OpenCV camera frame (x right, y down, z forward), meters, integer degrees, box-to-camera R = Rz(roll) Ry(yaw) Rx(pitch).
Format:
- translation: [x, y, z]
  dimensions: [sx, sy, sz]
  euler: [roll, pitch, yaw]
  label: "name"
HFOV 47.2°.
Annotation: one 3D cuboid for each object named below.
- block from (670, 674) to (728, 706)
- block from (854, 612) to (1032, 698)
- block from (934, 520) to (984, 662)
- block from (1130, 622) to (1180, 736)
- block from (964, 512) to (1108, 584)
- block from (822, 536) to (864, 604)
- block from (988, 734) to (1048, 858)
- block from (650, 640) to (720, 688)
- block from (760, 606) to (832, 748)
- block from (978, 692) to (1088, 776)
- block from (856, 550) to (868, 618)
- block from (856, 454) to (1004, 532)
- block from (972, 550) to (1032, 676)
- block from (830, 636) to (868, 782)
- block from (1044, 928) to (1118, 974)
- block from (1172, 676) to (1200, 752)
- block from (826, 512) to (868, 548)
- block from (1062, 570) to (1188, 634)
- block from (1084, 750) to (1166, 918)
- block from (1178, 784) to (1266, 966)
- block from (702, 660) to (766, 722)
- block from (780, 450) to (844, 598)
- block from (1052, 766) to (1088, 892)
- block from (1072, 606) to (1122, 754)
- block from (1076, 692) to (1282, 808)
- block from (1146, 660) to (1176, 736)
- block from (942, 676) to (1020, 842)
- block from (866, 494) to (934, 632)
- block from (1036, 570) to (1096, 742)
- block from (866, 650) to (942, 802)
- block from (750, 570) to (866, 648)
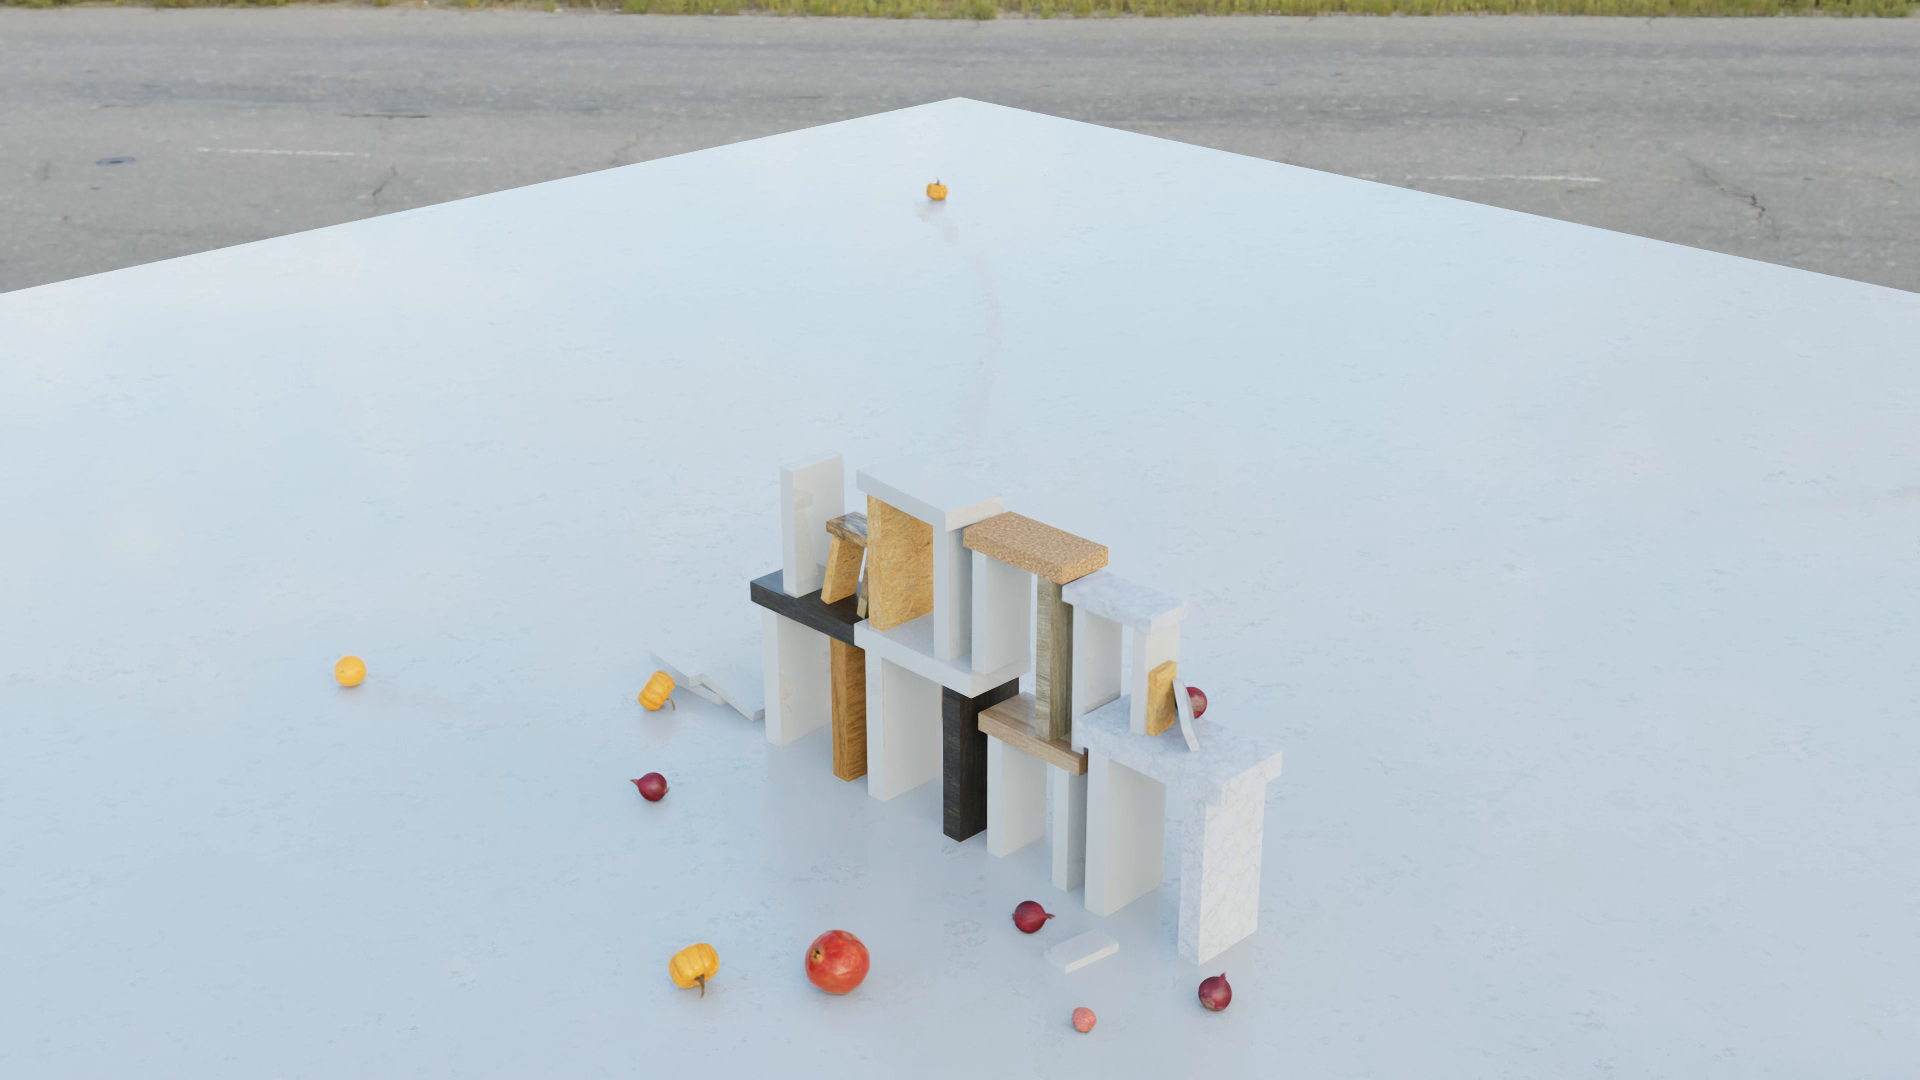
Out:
- translation: [-0.566, 0.321, 4.972]
  dimensions: [0.176, 0.025, 0.088]
  euler: [21, 31, 40]
  label: "block"
- translation: [-0.036, 0.212, 4.353]
  dimensions: [0.166, 0.047, 0.331]
  euler: [-21, 31, -40]
  label: "block"
- translation: [0.014, 0.080, 4.244]
  dimensions: [0.141, 0.282, 0.040]
  euler: [-21, 31, -40]
  label: "block"
- translation: [0.350, 0.237, 3.946]
  dimensions: [0.029, 0.207, 0.104]
  euler: [18, 29, 35]
  label: "block"
- translation: [0.140, 0.012, 4.078]
  dimensions: [0.250, 0.035, 0.125]
  euler: [21, 31, 41]
  label: "block"
- translation: [-0.236, 0.051, 4.497]
  dimensions: [0.079, 0.158, 0.022]
  euler: [-22, 46, -41]
  label: "block"
- translation: [0.112, 0.479, 4.299]
  dimensions: [0.037, 0.260, 0.130]
  euler: [21, 31, 41]
  label: "block"
- translation: [-0.623, 0.281, 5.003]
  dimensions: [0.088, 0.025, 0.176]
  euler: [-17, 28, -34]
  label: "block"
- translation: [-0.348, 0.267, 4.720]
  dimensions: [0.046, 0.322, 0.161]
  euler: [18, 29, 37]
  label: "block"
- translation: [0.174, 0.366, 4.184]
  dimensions: [0.260, 0.037, 0.130]
  euler: [21, 31, 41]
  label: "block"
- translation: [-0.161, 0.078, 4.432]
  dimensions: [0.079, 0.158, 0.022]
  euler: [-22, 44, -41]
  label: "block"
- translation: [-0.060, -0.093, 4.240]
  dimensions: [0.141, 0.040, 0.282]
  euler: [-17, 29, -35]
  label: "block"
- translation: [0.080, 0.121, 4.188]
  dimensions: [0.125, 0.250, 0.035]
  euler: [-21, 31, -40]
  label: "block"
- translation: [-0.192, 0.327, 4.577]
  dimensions: [0.161, 0.322, 0.046]
  euler: [-21, 31, -41]
  label: "block"
- translation: [0.220, 0.744, 3.985]
  dimensions: [0.124, 0.018, 0.062]
  euler: [-16, 28, -33]
  label: "block"
- translation: [0.402, 0.310, 3.909]
  dimensions: [0.018, 0.062, 0.124]
  euler: [-17, 41, 10]
  label: "block"
- translation: [-0.188, -0.017, 4.424]
  dimensions: [0.079, 0.022, 0.158]
  euler: [-21, 30, -40]
  label: "block"
- translation: [0.295, 0.110, 3.942]
  dimensions: [0.207, 0.029, 0.104]
  euler: [21, 31, 40]
  label: "block"
- translation: [0.311, 0.519, 4.103]
  dimensions: [0.048, 0.339, 0.170]
  euler: [21, 31, 41]
  label: "block"
- translation: [0.471, 0.581, 3.957]
  dimensions: [0.048, 0.339, 0.170]
  euler: [21, 31, 41]
  label: "block"
- translation: [-0.484, 0.334, 4.891]
  dimensions: [0.176, 0.025, 0.088]
  euler: [34, 38, 32]
  label: "block"
- translation: [-0.302, -0.034, 4.540]
  dimensions: [0.040, 0.280, 0.140]
  euler: [21, 31, 40]
  label: "block"
- translation: [0.235, 0.527, 4.186]
  dimensions: [0.037, 0.260, 0.130]
  euler: [21, 31, 41]
  label: "block"
- translation: [0.253, 0.242, 4.050]
  dimensions: [0.103, 0.297, 0.029]
  euler: [-21, 30, -41]
  label: "block"
- translation: [0.390, 0.372, 3.954]
  dimensions: [0.339, 0.048, 0.170]
  euler: [21, 31, 40]
  label: "block"
- translation: [0.361, 0.284, 3.941]
  dimensions: [0.018, 0.124, 0.062]
  euler: [18, 29, 35]
  label: "block"
- translation: [0.042, 0.417, 4.354]
  dimensions: [0.047, 0.331, 0.166]
  euler: [21, 31, 41]
  label: "block"
- translation: [-0.117, 0.027, 4.367]
  dimensions: [0.141, 0.282, 0.040]
  euler: [-21, 31, -40]
  label: "block"
- translation: [0.198, 0.204, 4.096]
  dimensions: [0.035, 0.331, 0.125]
  euler: [21, 31, 41]
  label: "block"
- translation: [-0.114, 0.355, 4.500]
  dimensions: [0.166, 0.331, 0.047]
  euler: [-21, 31, -40]
  label: "block"
- translation: [-0.269, 0.129, 4.574]
  dimensions: [0.322, 0.046, 0.161]
  euler: [21, 31, 40]
  label: "block"
